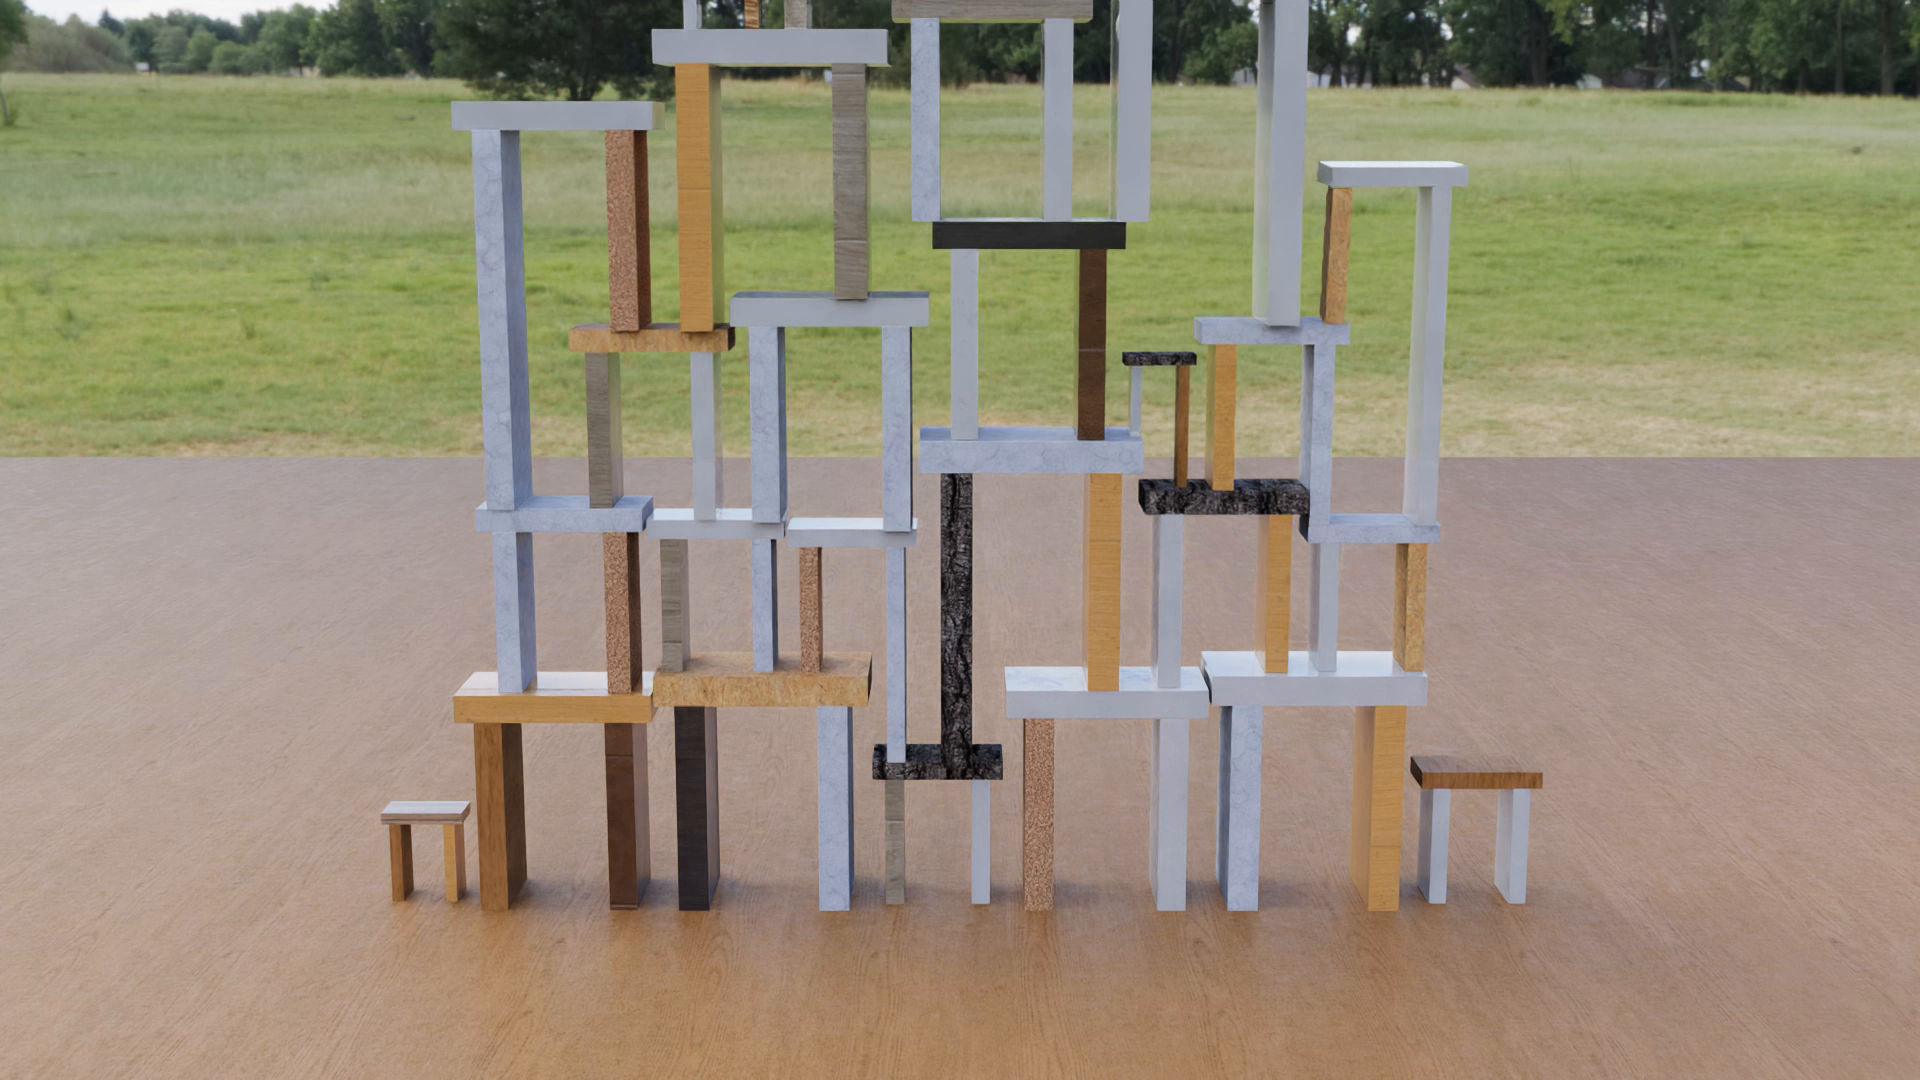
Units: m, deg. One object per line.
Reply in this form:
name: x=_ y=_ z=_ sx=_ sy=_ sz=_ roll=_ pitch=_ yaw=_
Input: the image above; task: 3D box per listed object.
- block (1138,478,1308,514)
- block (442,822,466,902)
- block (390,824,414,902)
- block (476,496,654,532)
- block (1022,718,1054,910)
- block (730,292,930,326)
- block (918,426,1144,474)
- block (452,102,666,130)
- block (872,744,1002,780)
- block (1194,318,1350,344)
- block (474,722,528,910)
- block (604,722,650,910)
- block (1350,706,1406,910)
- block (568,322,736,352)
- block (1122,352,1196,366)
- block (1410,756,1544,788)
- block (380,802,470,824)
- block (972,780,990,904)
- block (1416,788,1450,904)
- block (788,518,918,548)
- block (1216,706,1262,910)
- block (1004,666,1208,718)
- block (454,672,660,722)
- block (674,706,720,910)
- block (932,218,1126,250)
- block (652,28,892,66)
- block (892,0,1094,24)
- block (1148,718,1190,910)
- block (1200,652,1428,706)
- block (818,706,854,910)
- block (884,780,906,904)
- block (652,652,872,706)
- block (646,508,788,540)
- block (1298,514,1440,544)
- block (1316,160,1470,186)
block: x=0.423 y=-0.070 z=3.550 sx=0.259 sy=0.037 sz=0.130 roll=0 pitch=11 yaw=0
block: x=-0.839 y=0.526 z=3.653 sx=0.019 sy=0.132 sz=0.066 roll=0 pitch=11 yaw=0
block: x=-0.928 y=0.526 z=3.653 sx=0.019 sy=0.132 sz=0.066 roll=0 pitch=11 yaw=0
block: x=-0.636 y=-0.043 z=3.553 sx=0.264 sy=0.037 sz=0.132 roll=0 pitch=11 yaw=0
block: x=0.129 y=0.431 z=3.638 sx=0.046 sy=0.324 sz=0.162 roll=0 pitch=11 yaw=0
block: x=-0.203 y=-0.368 z=3.493 sx=0.310 sy=0.044 sz=0.155 roll=0 pitch=11 yaw=0
block: x=0.112 y=-0.145 z=3.534 sx=0.353 sy=0.050 sz=0.176 roll=0 pitch=11 yaw=0
block: x=-0.625 y=-0.663 z=3.440 sx=0.307 sy=0.043 sz=0.153 roll=0 pitch=11 yaw=0
block: x=-0.037 y=0.366 z=3.630 sx=0.212 sy=0.030 sz=0.106 roll=0 pitch=11 yaw=0
block: x=0.495 y=-0.334 z=3.503 sx=0.232 sy=0.033 sz=0.116 roll=0 pitch=11 yaw=0
block: x=-0.760 y=0.435 z=3.640 sx=0.045 sy=0.316 sz=0.158 roll=0 pitch=11 yaw=0
block: x=-0.549 y=0.435 z=3.640 sx=0.045 sy=0.316 sz=0.158 roll=0 pitch=11 yaw=0
block: x=0.691 y=0.420 z=3.641 sx=0.049 sy=0.345 sz=0.172 roll=0 pitch=11 yaw=0
block: x=-0.488 y=-0.323 z=3.505 sx=0.248 sy=0.035 sz=0.124 roll=0 pitch=10 yaw=0
block: x=0.318 y=-0.290 z=3.508 sx=0.113 sy=0.016 sz=0.057 roll=0 pitch=11 yaw=0
block: x=0.852 y=0.383 z=3.631 sx=0.196 sy=0.028 sz=0.098 roll=0 pitch=11 yaw=0
block: x=-0.883 y=0.451 z=3.639 sx=0.132 sy=0.019 sz=0.066 roll=0 pitch=11 yaw=0
block: x=0.034 y=0.485 z=3.652 sx=0.030 sy=0.212 sz=0.106 roll=0 pitch=11 yaw=0
block: x=0.786 y=0.493 z=3.651 sx=0.028 sy=0.196 sz=0.098 roll=0 pitch=11 yaw=0
block: x=-0.173 y=-0.012 z=3.554 sx=0.206 sy=0.029 sz=0.103 roll=0 pitch=11 yaw=0
block: x=0.461 y=0.420 z=3.641 sx=0.049 sy=0.345 sz=0.172 roll=0 pitch=11 yaw=0
block: x=0.237 y=0.249 z=3.604 sx=0.324 sy=0.046 sz=0.162 roll=0 pitch=11 yaw=0
block: x=-0.654 y=0.257 z=3.607 sx=0.316 sy=0.045 sz=0.158 roll=0 pitch=11 yaw=0
block: x=-0.434 y=0.420 z=3.642 sx=0.049 sy=0.344 sz=0.172 roll=0 pitch=11 yaw=0
block: x=0.106 y=-0.484 z=3.468 sx=0.299 sy=0.042 sz=0.149 roll=0 pitch=11 yaw=0
block: x=-0.288 y=-0.764 z=3.419 sx=0.356 sy=0.050 sz=0.178 roll=0 pitch=11 yaw=0
block: x=0.048 y=-0.826 z=3.404 sx=0.305 sy=0.043 sz=0.153 roll=0 pitch=11 yaw=0
block: x=0.345 y=0.431 z=3.638 sx=0.046 sy=0.324 sz=0.162 roll=0 pitch=11 yaw=0
block: x=0.576 y=0.226 z=3.605 sx=0.345 sy=0.049 sz=0.172 roll=0 pitch=11 yaw=0
block: x=-0.205 y=0.420 z=3.642 sx=0.049 sy=0.344 sz=0.172 roll=0 pitch=11 yaw=0
block: x=-0.107 y=0.485 z=3.652 sx=0.030 sy=0.212 sz=0.106 roll=0 pitch=11 yaw=0
block: x=-0.320 y=0.227 z=3.606 sx=0.344 sy=0.049 sz=0.172 roll=0 pitch=11 yaw=0
block: x=-0.390 y=-0.026 z=3.556 sx=0.219 sy=0.031 sz=0.109 roll=0 pitch=11 yaw=0
block: x=0.661 y=-0.019 z=3.557 sx=0.211 sy=0.030 sz=0.105 roll=0 pitch=11 yaw=1
block: x=0.675 y=-0.572 z=3.435 sx=0.212 sy=0.030 sz=0.106 roll=-1 pitch=14 yaw=-3
